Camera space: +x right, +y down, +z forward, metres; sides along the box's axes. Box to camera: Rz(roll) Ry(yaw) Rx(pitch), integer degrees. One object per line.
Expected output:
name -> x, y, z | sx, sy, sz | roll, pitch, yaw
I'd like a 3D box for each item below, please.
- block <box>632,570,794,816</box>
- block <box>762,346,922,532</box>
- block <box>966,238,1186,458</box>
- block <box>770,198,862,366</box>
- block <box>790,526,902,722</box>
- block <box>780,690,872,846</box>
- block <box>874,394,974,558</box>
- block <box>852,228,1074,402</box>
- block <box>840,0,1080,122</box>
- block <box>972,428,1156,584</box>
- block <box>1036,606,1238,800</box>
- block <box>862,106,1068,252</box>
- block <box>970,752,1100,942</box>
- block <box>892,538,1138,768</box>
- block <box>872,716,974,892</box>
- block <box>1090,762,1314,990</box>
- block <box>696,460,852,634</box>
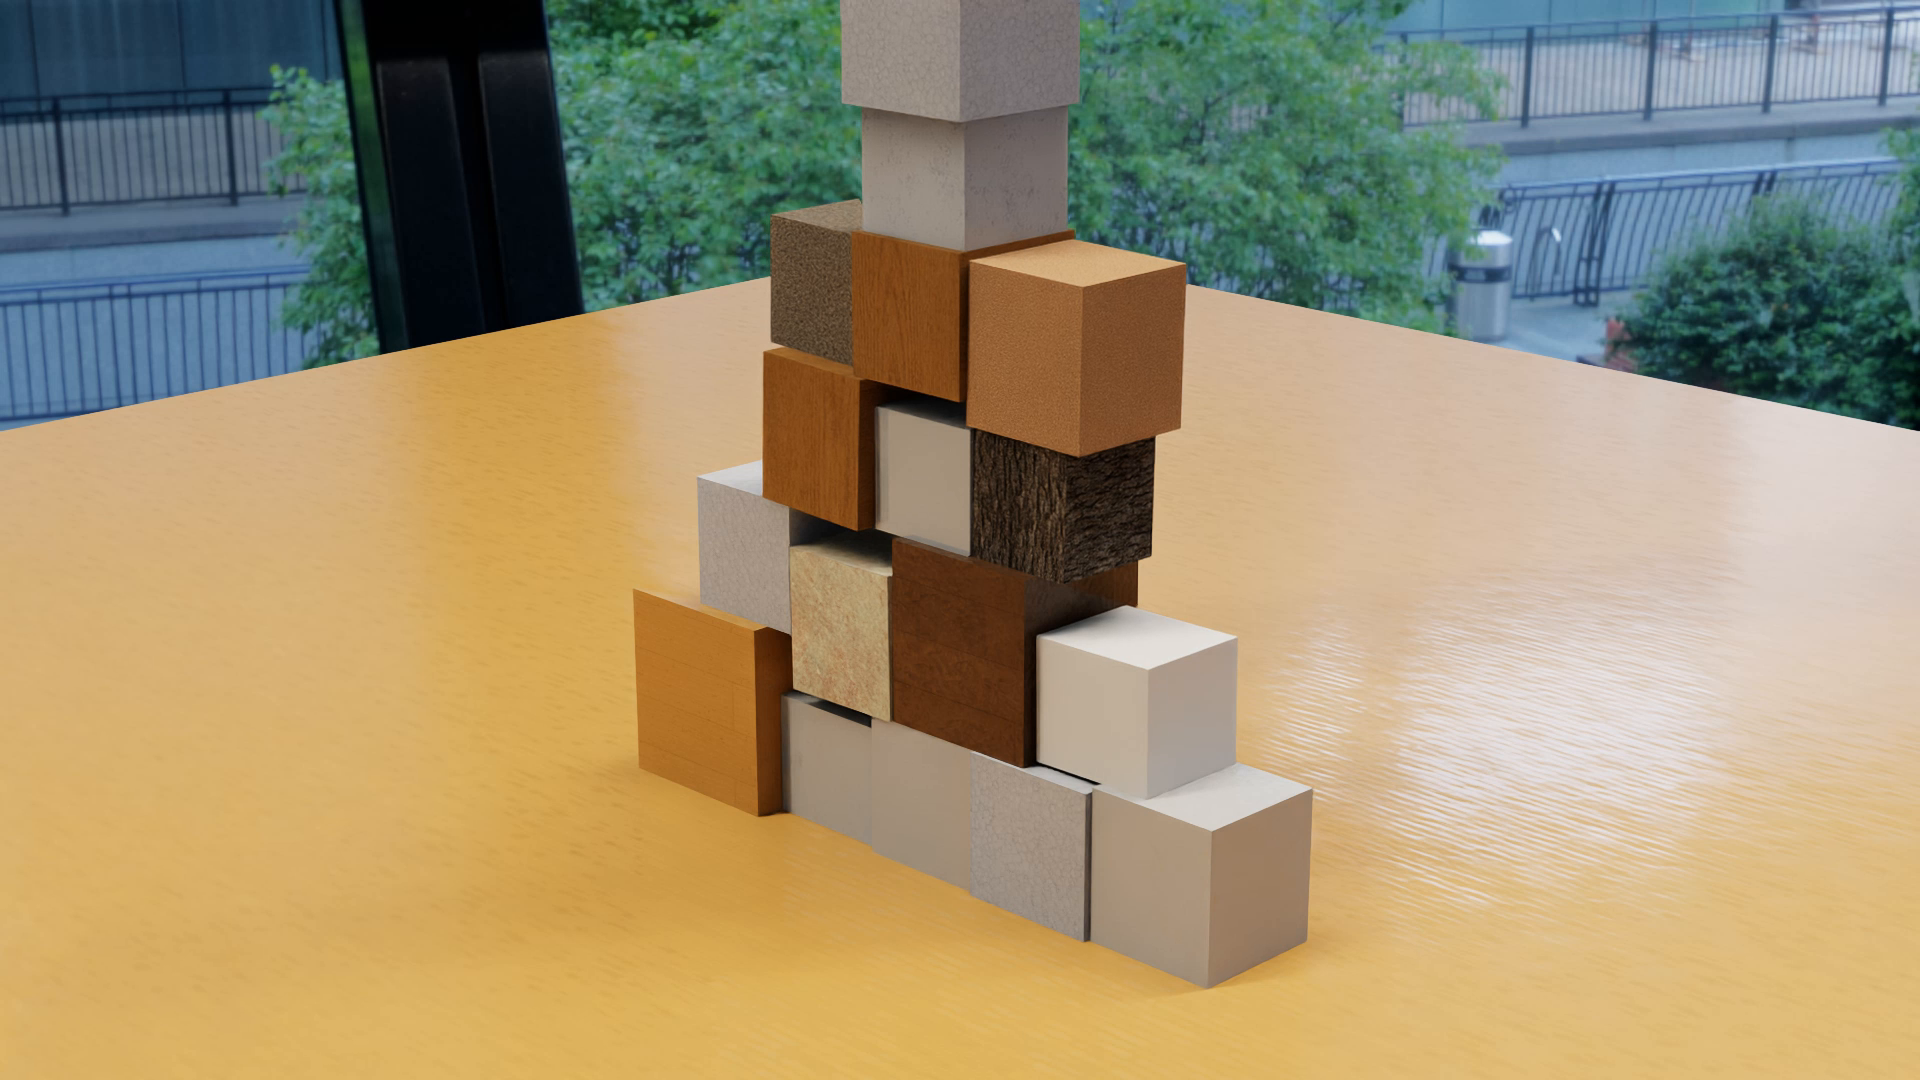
block -> -0.965, 0.688, 14.574 | 0.920, 0.949, 0.903 | -17, 24, -42
block -> -0.414, -0.533, 13.589 | 0.758, 0.705, 0.646 | -17, 26, -42
block -> 0.495, -0.836, 12.585 | 0.650, 0.729, 0.665 | -17, 25, -42
block -> -0.451, -1.184, 13.464 | 0.544, 0.602, 0.647 | -17, 26, -42
block -> -0.282, 0.351, 13.773 | 0.777, 0.696, 0.659 | -17, 23, -42
block -> -0.390, 1.023, 14.101 | 0.654, 0.593, 0.671 | -17, 24, -42
block -> 0.036, -0.323, 13.191 | 0.582, 0.576, 0.602 | -17, 24, -42
block -> 0.015, -1.051, 13.007 | 0.722, 0.652, 0.669 | -17, 24, -42
block -> 0.002, -2.230, 12.611 | 0.730, 0.703, 0.725 | -17, 24, -42
block -> 0.453, -0.212, 12.802 | 0.566, 0.594, 0.549 | -17, 25, -42
block -> 0.767, 0.695, 12.765 | 0.584, 0.582, 0.648 | -17, 23, -42
block -> 0.022, -1.631, 12.820 | 0.638, 0.566, 0.633 | -17, 24, -42
block -> 0.557, 1.268, 13.151 | 0.750, 0.695, 0.695 | -17, 24, -42
block -> 0.247, 0.423, 13.230 | 0.735, 0.870, 0.822 | -17, 24, -42
block -> 0.072, 1.124, 13.616 | 0.697, 0.691, 0.659 | -17, 24, -42
block -> 1.040, 1.405, 12.673 | 0.668, 0.720, 0.671 | -17, 24, -42
block -> -0.768, -0.006, 14.134 | 0.726, 0.639, 0.658 | -17, 24, -42
